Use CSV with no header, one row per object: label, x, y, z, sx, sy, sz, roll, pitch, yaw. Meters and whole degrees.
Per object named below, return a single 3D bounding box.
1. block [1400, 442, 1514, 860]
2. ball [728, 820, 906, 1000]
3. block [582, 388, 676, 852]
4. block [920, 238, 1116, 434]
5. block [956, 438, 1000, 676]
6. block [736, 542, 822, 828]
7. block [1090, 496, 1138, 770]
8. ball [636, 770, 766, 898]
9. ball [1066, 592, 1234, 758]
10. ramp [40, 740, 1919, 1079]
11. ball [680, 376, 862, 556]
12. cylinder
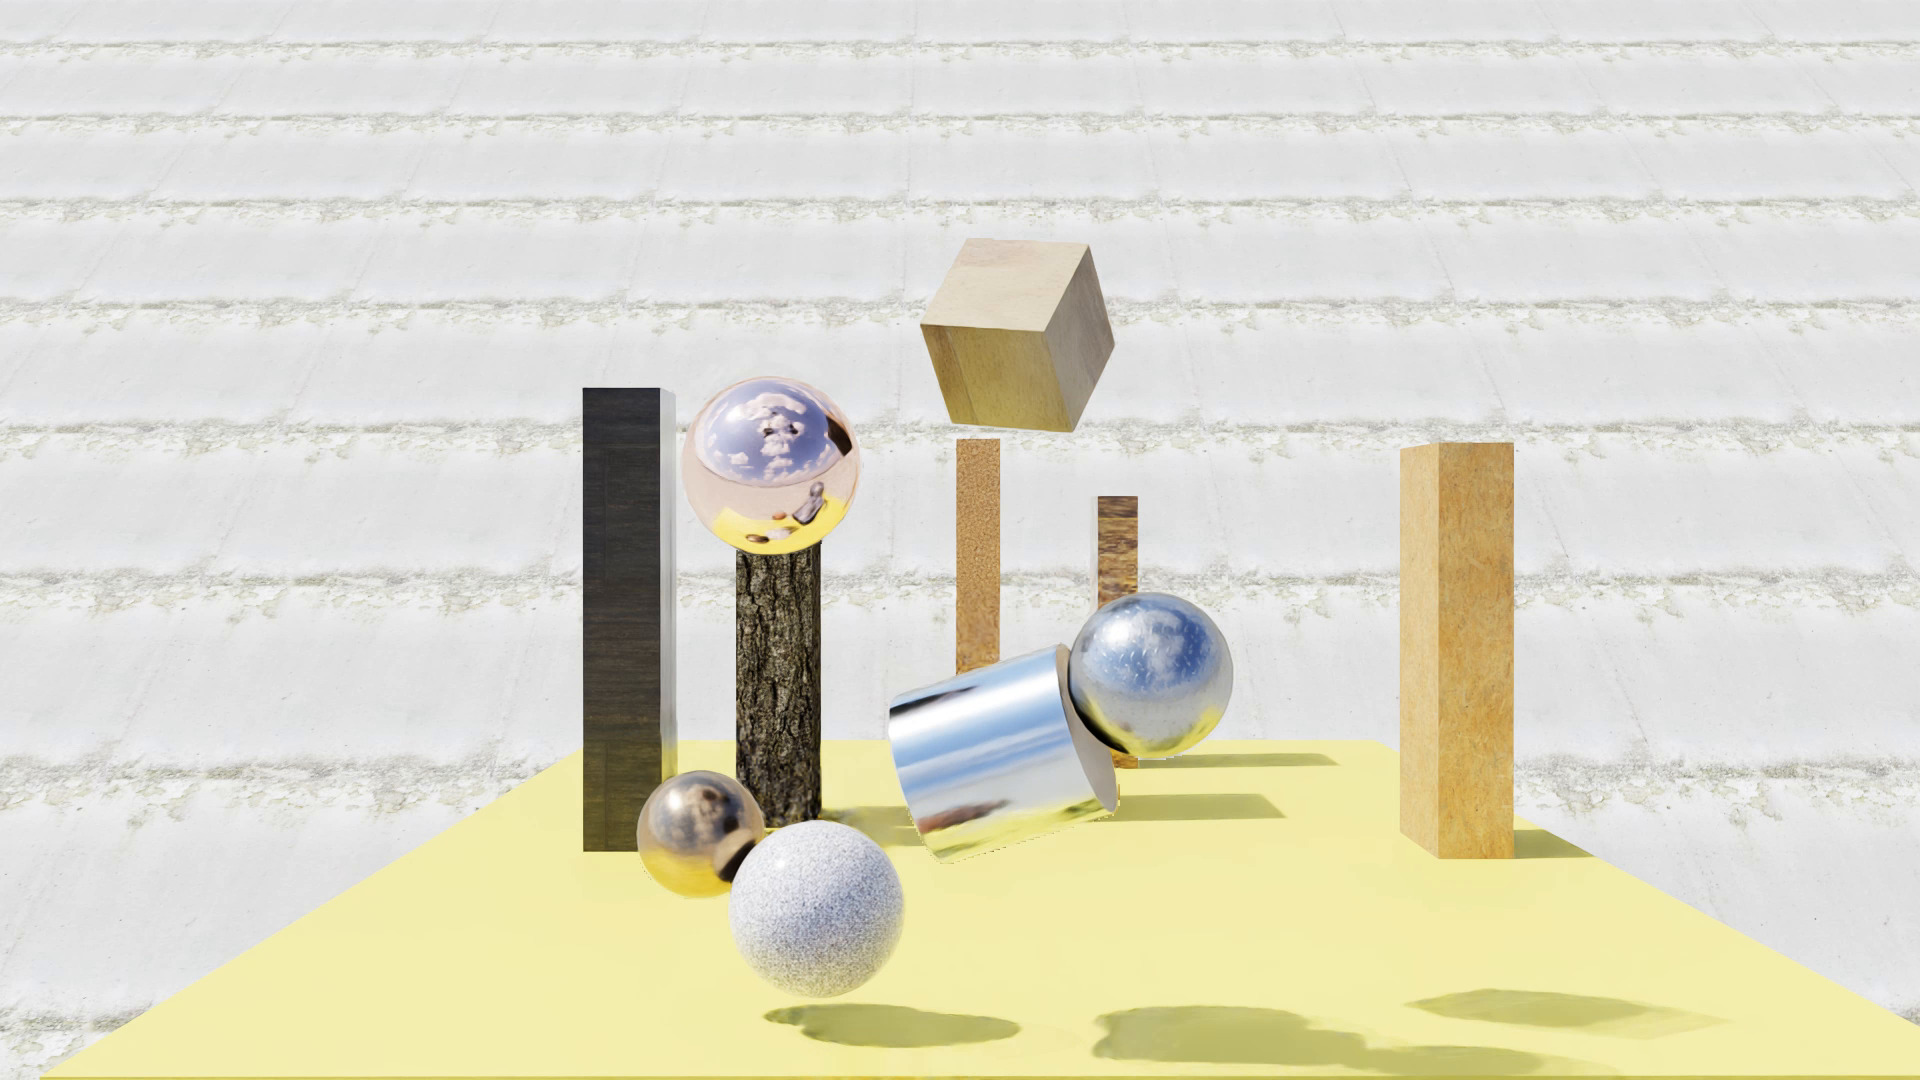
block,0.856,0.183,4.477,0.125,0.692,0.375,0,0,0
ball,-0.157,0.406,2.843,0.195,0.195,0.195,0,29,0
block,-0.575,0.134,4.516,0.132,0.789,0.251,0,0,0
block,0.067,-0.230,2.891,0.149,0.149,0.149,6,47,25
block,0.034,0.167,5.013,0.082,0.715,0.448,0,0,0
block,-0.340,0.195,4.880,0.139,0.663,0.320,0,0,0
block,0.357,0.208,6.007,0.091,0.618,0.325,0,0,0
ball,-0.293,0.332,2.920,0.145,0.145,0.145,0,29,0
ball,0.194,0.138,2.640,0.170,0.170,0.170,0,29,0
ramp,0.064,0.578,4.623,2.000,0.100,4.000,0,0,0
ball,-0.206,-0.082,2.826,0.197,0.197,0.197,0,29,0
cylinder,0.047,0.225,2.736,0.186,0.186,0.186,-18,26,13
